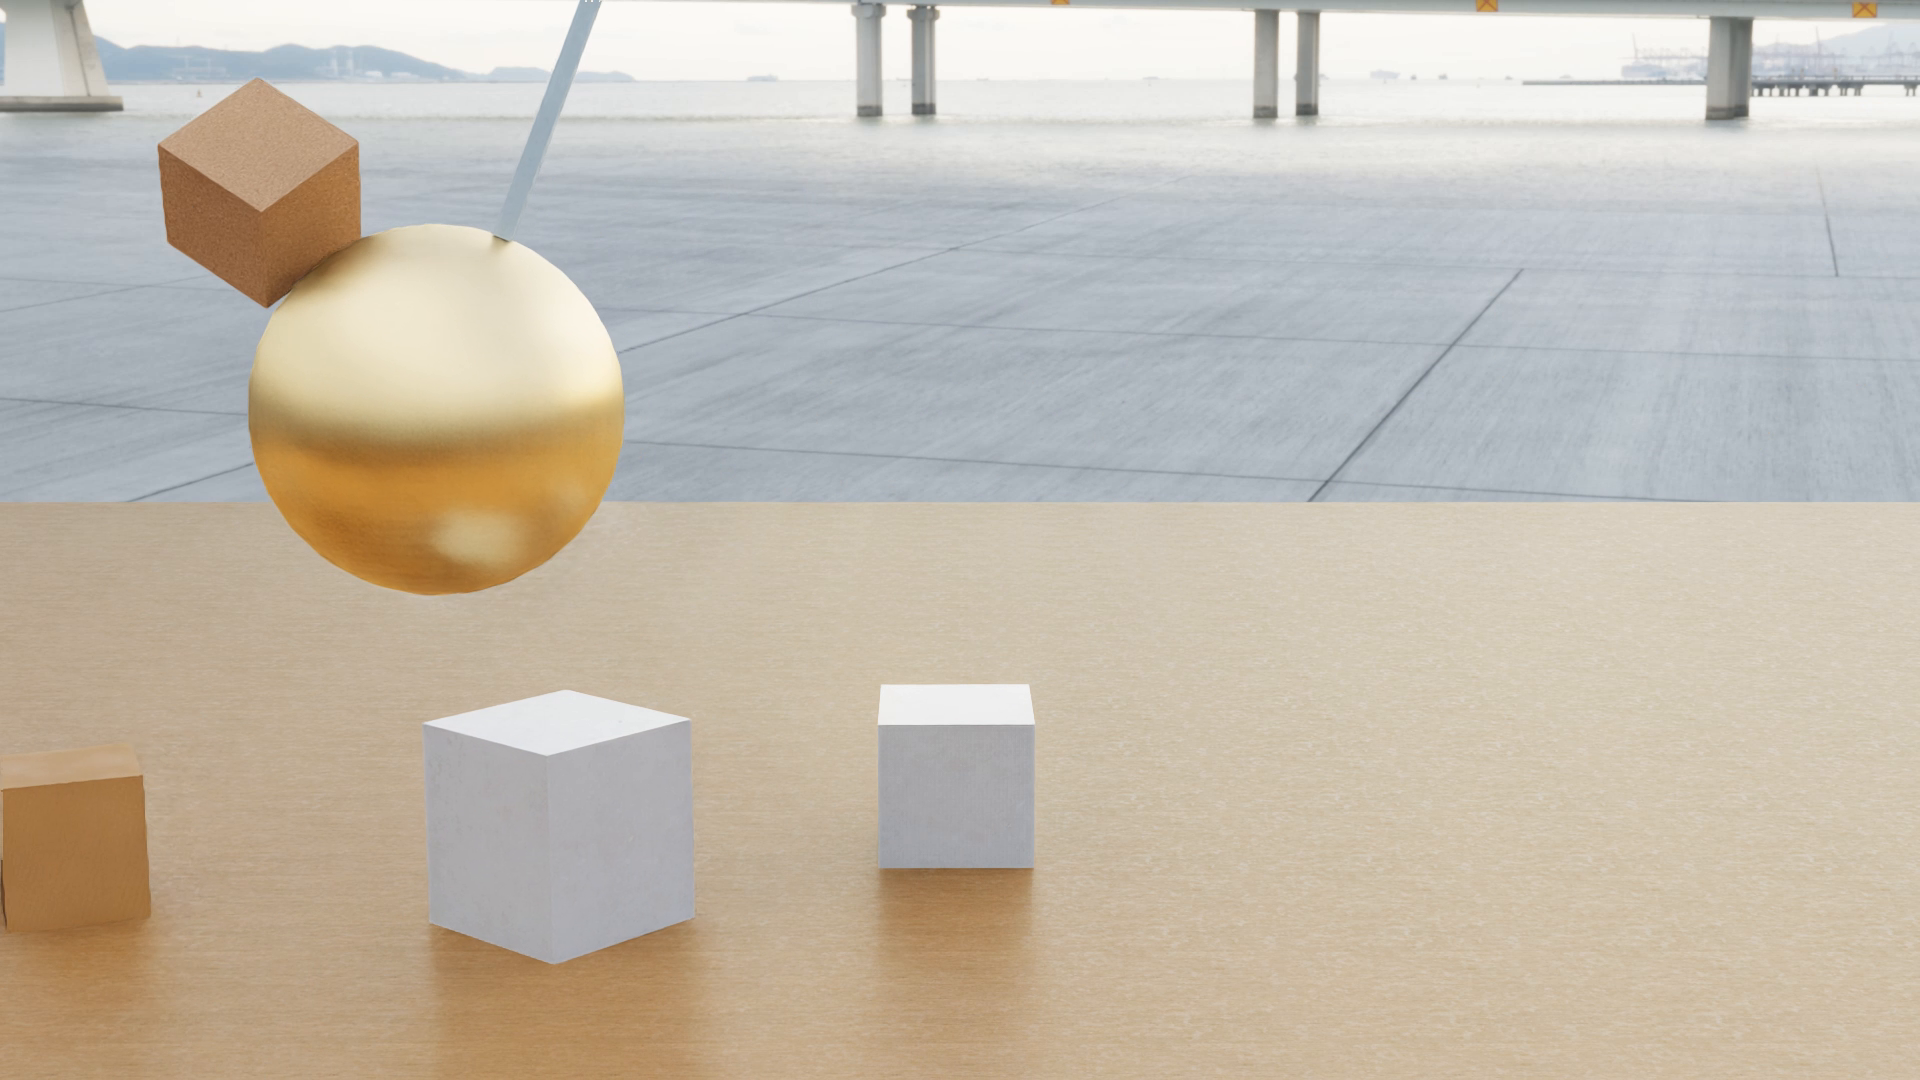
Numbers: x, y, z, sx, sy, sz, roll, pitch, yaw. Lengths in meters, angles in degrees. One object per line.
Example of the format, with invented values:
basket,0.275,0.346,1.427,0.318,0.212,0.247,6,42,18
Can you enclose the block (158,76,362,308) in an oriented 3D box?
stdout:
block,-2.974,-1.481,10.936,0.572,0.577,0.581,33,53,14

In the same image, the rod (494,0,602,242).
rod,-0.975,-3.661,10.515,0.080,5.200,0.080,22,10,-4

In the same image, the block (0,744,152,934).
block,-3.782,1.259,10.910,0.572,0.619,0.564,-4,11,-22

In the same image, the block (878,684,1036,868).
block,-0.020,1.076,11.797,0.697,0.662,0.753,0,10,-1

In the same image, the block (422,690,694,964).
block,-1.670,1.173,10.703,0.790,0.862,0.773,9,14,40

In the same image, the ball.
ball,-2.249,-0.560,11.078,1.600,1.600,1.600,0,10,0
